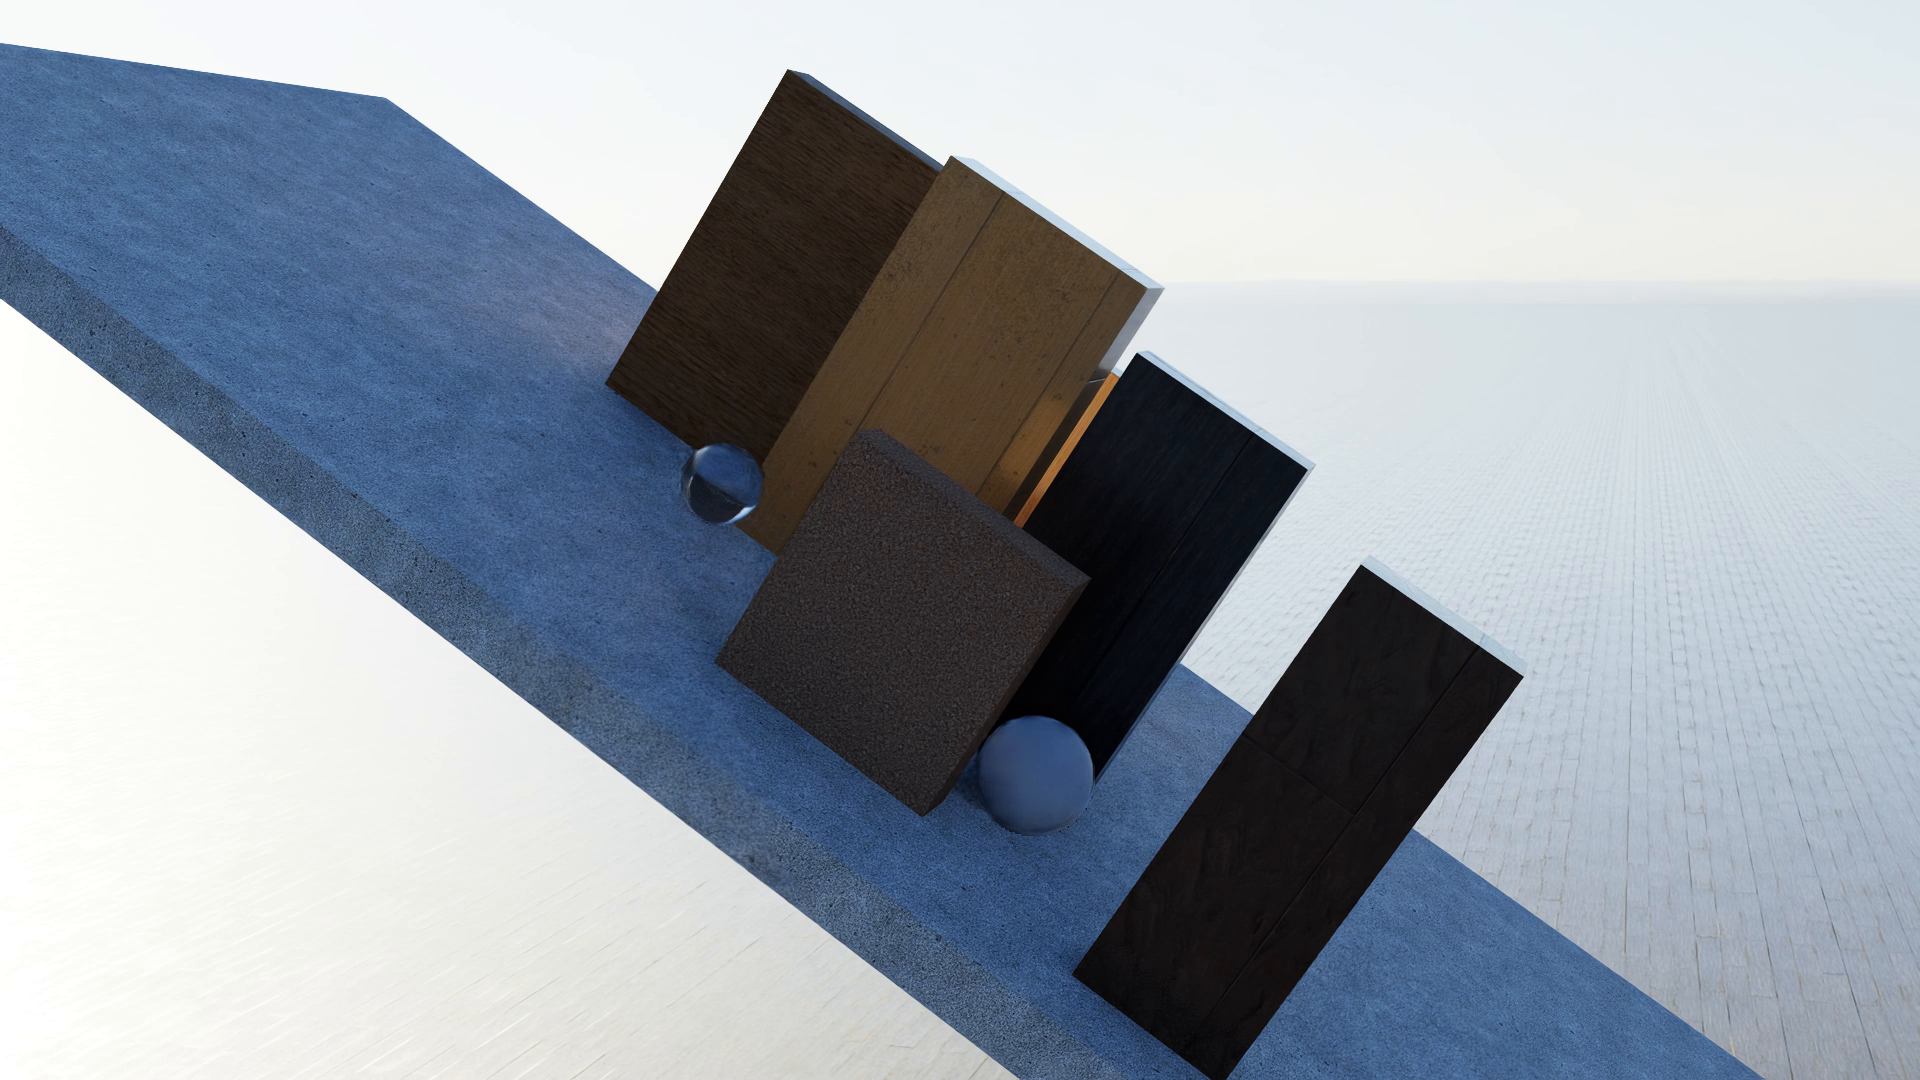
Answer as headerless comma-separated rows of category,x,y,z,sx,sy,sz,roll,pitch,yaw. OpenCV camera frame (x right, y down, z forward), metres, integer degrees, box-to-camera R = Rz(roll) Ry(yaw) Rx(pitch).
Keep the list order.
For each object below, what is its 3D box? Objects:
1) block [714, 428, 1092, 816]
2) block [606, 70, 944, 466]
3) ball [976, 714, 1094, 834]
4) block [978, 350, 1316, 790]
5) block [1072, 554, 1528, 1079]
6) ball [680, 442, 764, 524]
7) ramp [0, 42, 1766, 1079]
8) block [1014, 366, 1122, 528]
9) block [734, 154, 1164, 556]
block,-0.093,0.125,3.409,0.410,0.438,0.107,36,15,10
block,-0.321,-0.482,4.298,0.449,0.724,0.116,36,15,10
ball,0.119,0.376,3.530,0.190,0.190,0.190,0,7,0
block,0.251,0.076,3.710,0.339,0.720,0.096,36,15,10
block,0.475,0.400,3.118,0.263,0.735,0.109,36,15,10
ball,-0.432,-0.103,3.995,0.149,0.149,0.149,0,7,0
ramp,-0.127,0.214,4.099,4.000,0.100,2.000,36,15,10
block,0.224,-0.093,4.536,0.424,0.538,0.082,36,15,10
block,-0.031,-0.244,4.007,0.426,0.791,0.147,36,15,10
